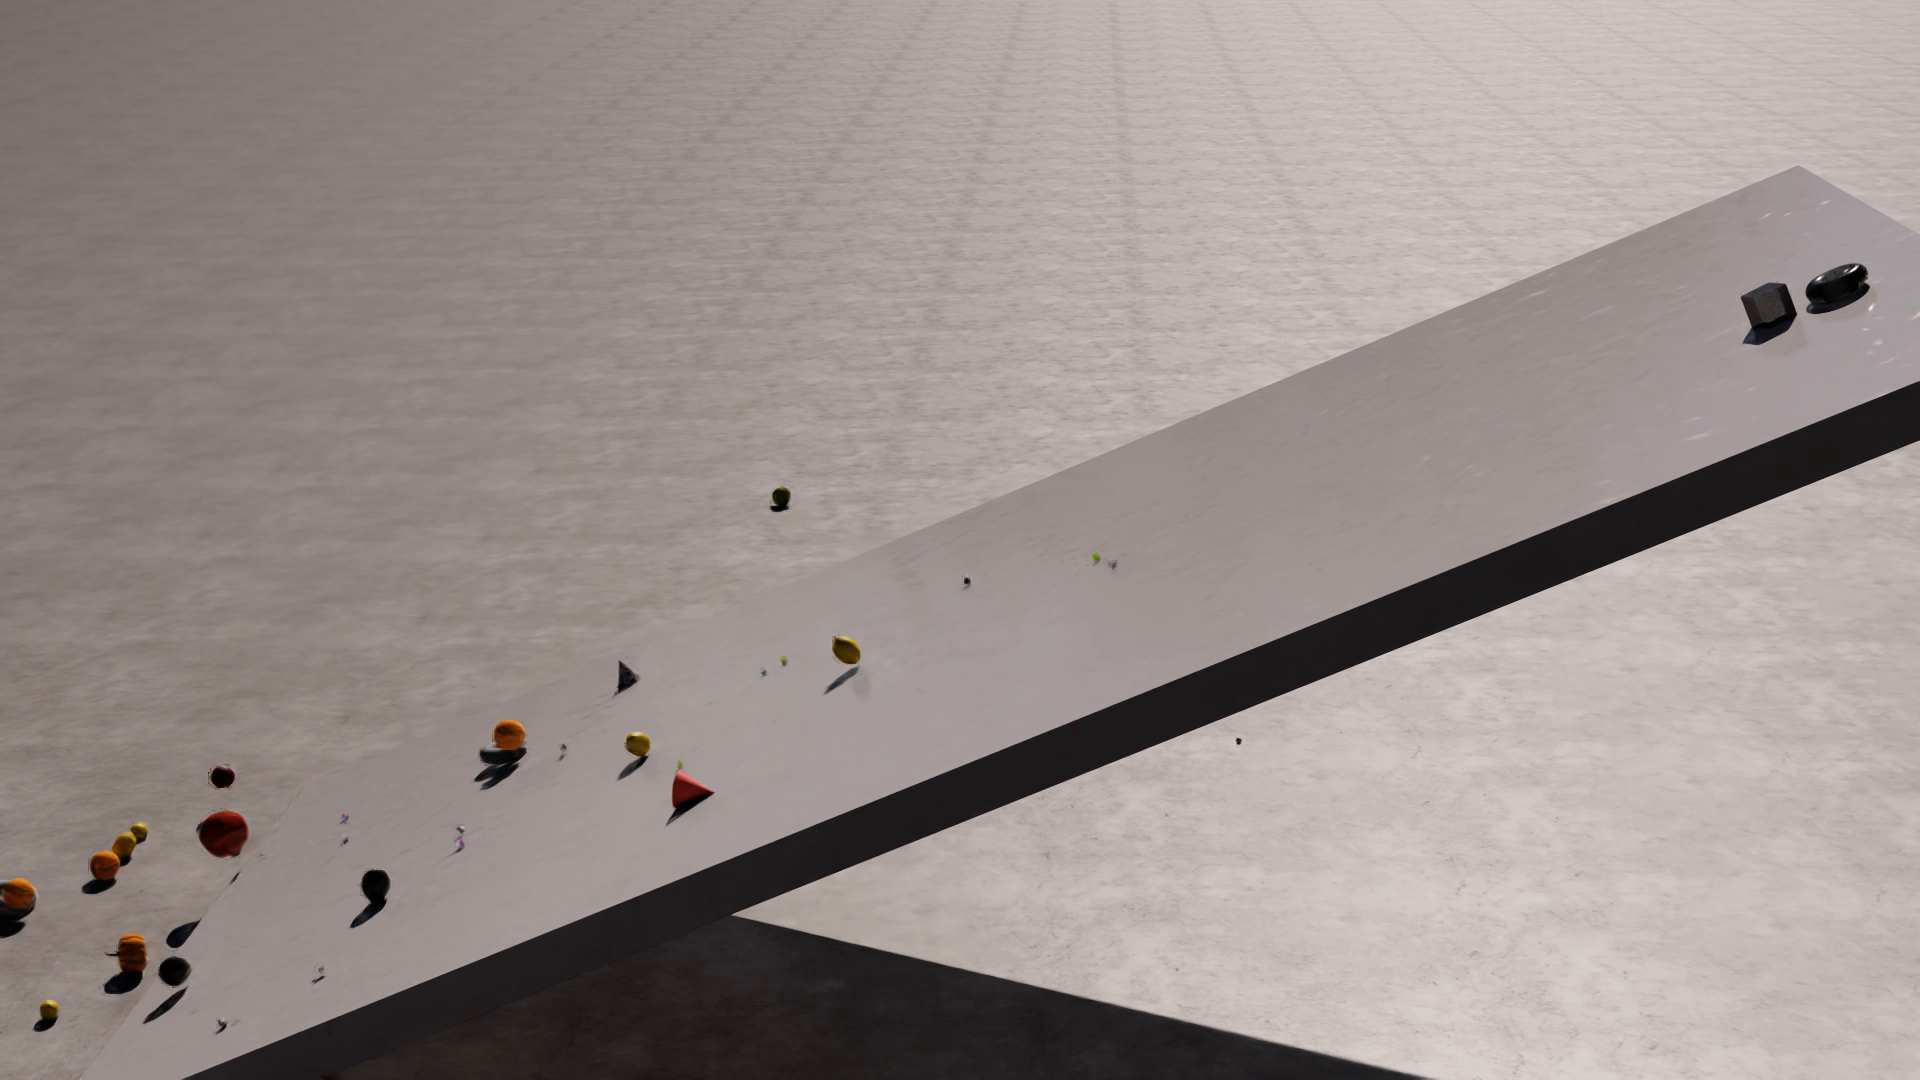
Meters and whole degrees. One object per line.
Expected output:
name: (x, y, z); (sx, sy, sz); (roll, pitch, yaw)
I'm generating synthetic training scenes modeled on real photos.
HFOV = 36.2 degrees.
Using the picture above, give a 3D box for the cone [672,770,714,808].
cone: (-0.525, 0.498, 5.847); (0.077, 0.077, 0.077); (1, 15, 13)

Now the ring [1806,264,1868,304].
ring: (1.722, -0.503, 5.774); (0.126, 0.042, 0.126); (-26, 10, 5)

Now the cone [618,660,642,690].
cone: (-0.804, 0.315, 7.048); (0.063, 0.063, 0.063); (-23, 13, 5)

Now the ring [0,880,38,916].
ring: (-2.256, 0.847, 6.957); (0.145, 0.048, 0.145); (3, 18, -1)

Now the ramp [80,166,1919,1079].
ramp: (0.131, 0.171, 6.285); (4.000, 0.100, 2.000); (-22, 13, 8)

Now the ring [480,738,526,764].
ring: (-1.062, 0.491, 6.841); (0.109, 0.036, 0.109); (-9, 14, 2)

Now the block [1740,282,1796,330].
block: (1.591, -0.461, 5.787); (0.066, 0.066, 0.066); (-26, 13, -10)
